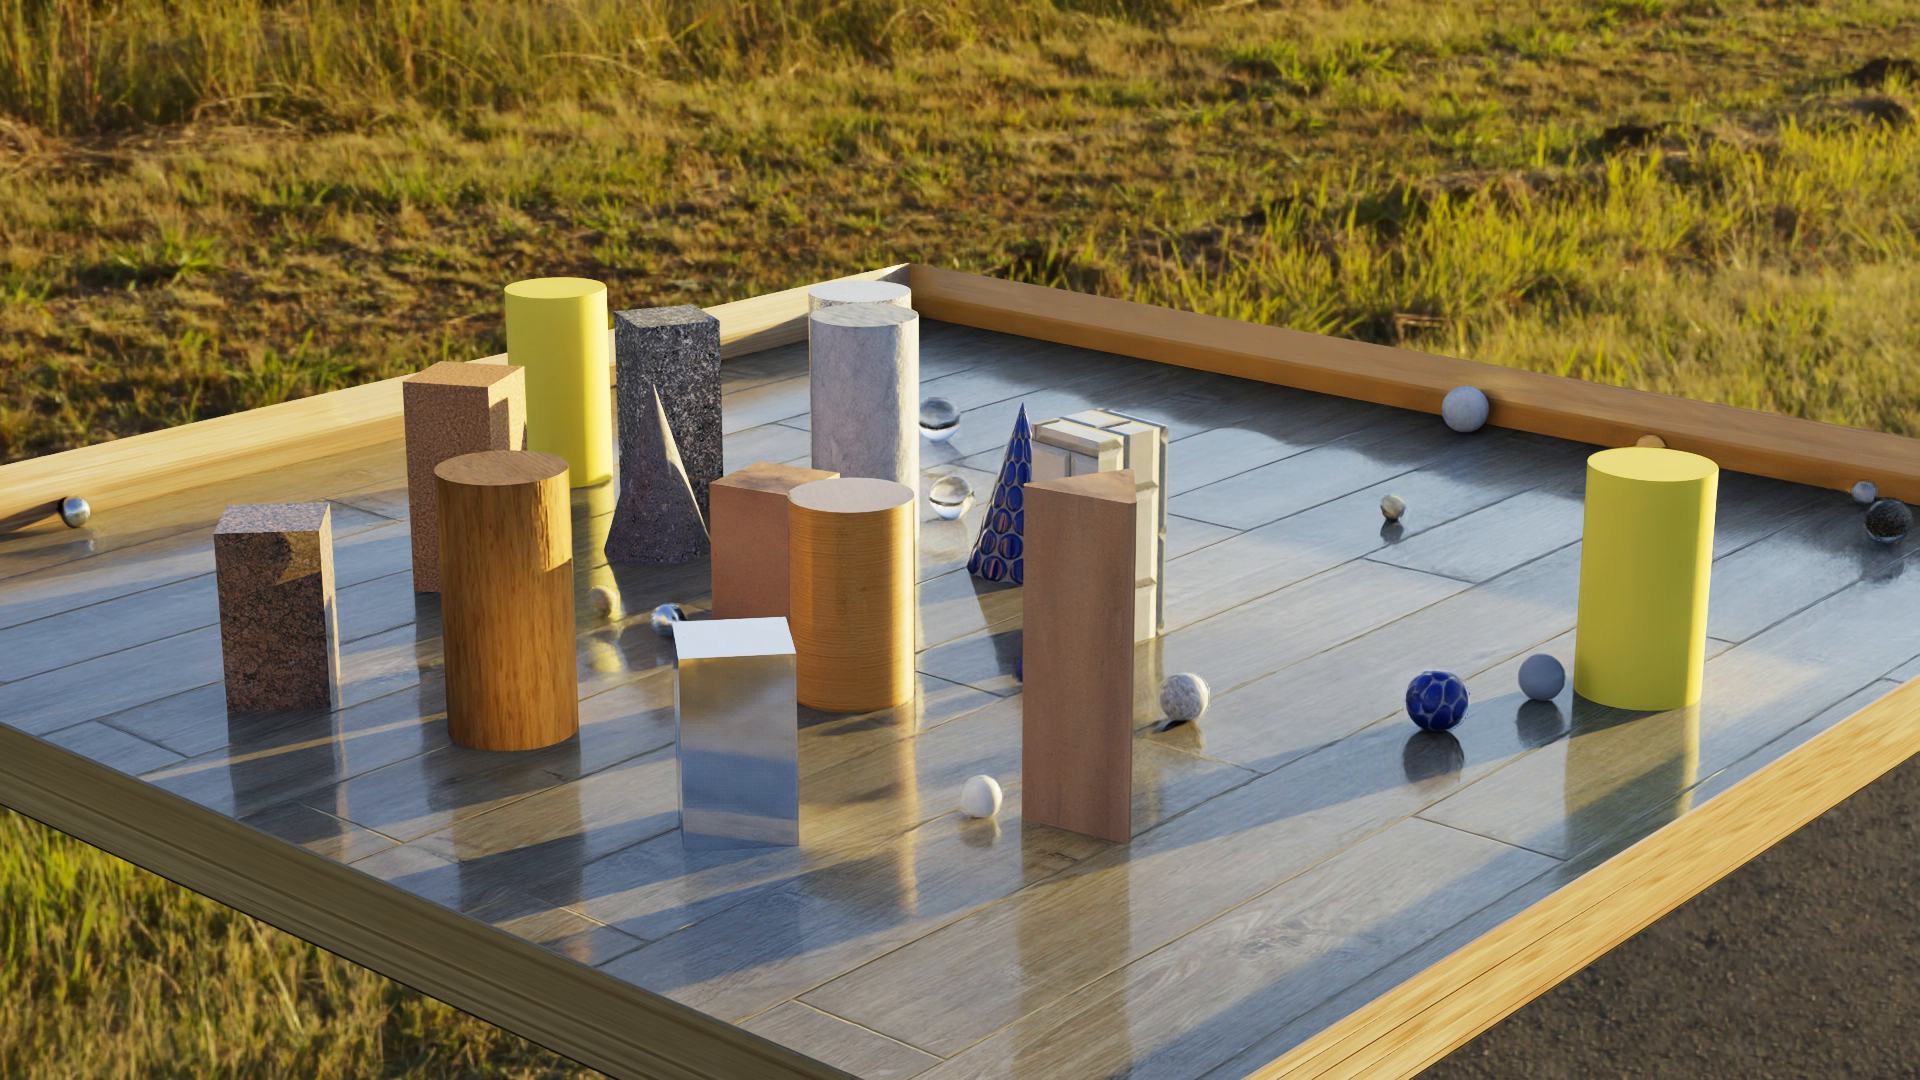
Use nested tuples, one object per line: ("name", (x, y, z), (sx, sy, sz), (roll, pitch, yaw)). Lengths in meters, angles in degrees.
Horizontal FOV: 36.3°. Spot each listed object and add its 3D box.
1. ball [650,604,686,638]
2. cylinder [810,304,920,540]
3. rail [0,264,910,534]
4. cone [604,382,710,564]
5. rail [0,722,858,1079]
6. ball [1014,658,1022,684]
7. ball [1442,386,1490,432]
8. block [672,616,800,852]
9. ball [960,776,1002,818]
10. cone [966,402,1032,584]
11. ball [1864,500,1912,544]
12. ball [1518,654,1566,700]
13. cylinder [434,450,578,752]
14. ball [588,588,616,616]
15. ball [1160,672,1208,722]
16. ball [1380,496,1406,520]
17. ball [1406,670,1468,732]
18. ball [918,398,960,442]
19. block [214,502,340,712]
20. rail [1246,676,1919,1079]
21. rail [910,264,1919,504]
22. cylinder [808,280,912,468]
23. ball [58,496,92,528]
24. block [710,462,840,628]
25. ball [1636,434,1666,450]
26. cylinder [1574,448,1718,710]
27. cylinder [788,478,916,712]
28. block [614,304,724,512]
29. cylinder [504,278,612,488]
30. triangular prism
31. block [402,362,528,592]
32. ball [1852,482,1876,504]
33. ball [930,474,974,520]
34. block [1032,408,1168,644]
("ball", (-0.488, 0.135, 4.904), (0.058, 0.058, 0.058), (0, 17, 0))
("cylinder", (-0.175, -0.210, 5.424), (0.199, 0.421, 0.199), (0, 17, 0))
("rail", (-1.186, -0.265, 6.106), (0.045, 0.129, 3.288), (14, 22, 39))
("cone", (-0.556, -0.135, 5.356), (0.199, 0.316, 0.199), (0, 17, 0))
("rail", (-1.062, 0.385, 3.948), (3.190, 0.129, 0.045), (14, 22, 39))
("ball", (0.112, 0.208, 4.674), (0.052, 0.052, 0.052), (0, 17, 0))
("ball", (1.069, -0.277, 6.201), (0.099, 0.099, 0.099), (0, 17, 0))
("block", (-0.312, 0.269, 4.075), (0.159, 0.281, 0.159), (-2, 17, -8))
("ball", (0.029, 0.363, 4.149), (0.059, 0.059, 0.059), (0, 17, 0))
("cone", (0.111, -0.099, 5.250), (0.199, 0.309, 0.199), (0, 17, 0))
("ball", (1.716, -0.034, 5.423), (0.083, 0.083, 0.083), (0, 17, 0))
("ball", (0.914, 0.215, 4.611), (0.074, 0.074, 0.074), (0, 17, 0))
("cylinder", (-0.684, 0.090, 4.437), (0.199, 0.415, 0.199), (0, 17, 0))
("ball", (-0.612, 0.106, 5.014), (0.050, 0.050, 0.050), (0, 17, 0))
("ball", (0.345, 0.242, 4.519), (0.076, 0.076, 0.076), (0, 17, 0))
("ball", (0.824, -0.061, 5.579), (0.046, 0.046, 0.046), (0, 17, 0))
("ball", (0.728, 0.245, 4.476), (0.095, 0.095, 0.095), (0, 17, 0))
("ball", (-0.045, -0.251, 6.130), (0.090, 0.090, 0.090), (0, 17, 0))
("block", (-1.071, 0.103, 4.610), (0.159, 0.289, 0.159), (-2, 17, -6))
("rail", (1.186, 0.329, 4.133), (0.045, 0.129, 3.288), (14, 22, 39))
("rail", (1.062, -0.320, 6.291), (3.190, 0.129, 0.045), (14, 22, 39))
("cylinder", (-0.194, -0.289, 5.719), (0.199, 0.401, 0.199), (0, 17, 0))
("ball", (-1.669, -0.054, 5.532), (0.059, 0.059, 0.059), (0, 17, 0))
("block", (-0.312, 0.015, 4.974), (0.159, 0.249, 0.159), (9, 19, 27))
("ball", (1.403, -0.183, 5.957), (0.062, 0.062, 0.062), (0, 17, 0))
("cylinder", (1.077, 0.060, 4.612), (0.199, 0.371, 0.199), (0, 17, 0))
("cylinder", (-0.170, 0.085, 4.610), (0.199, 0.325, 0.199), (0, 17, 0))
("block", (-0.559, -0.249, 5.635), (0.159, 0.372, 0.159), (-7, 18, -23))
("cylinder", (-0.797, -0.313, 5.830), (0.199, 0.384, 0.199), (0, 17, 0))
("triangular prism", (0.199, 0.153, 4.097), (0.172, 0.489, 0.149), (10, 20, 31))
("block", (-0.864, -0.109, 5.161), (0.159, 0.378, 0.159), (4, 17, 14))
("ball", (1.750, -0.091, 5.678), (0.046, 0.046, 0.046), (0, 17, 0))
("ball", (-0.015, -0.082, 5.578), (0.086, 0.086, 0.086), (0, 17, 0))
("block", (0.231, -0.017, 4.886), (0.159, 0.361, 0.159), (-14, 22, -39))
